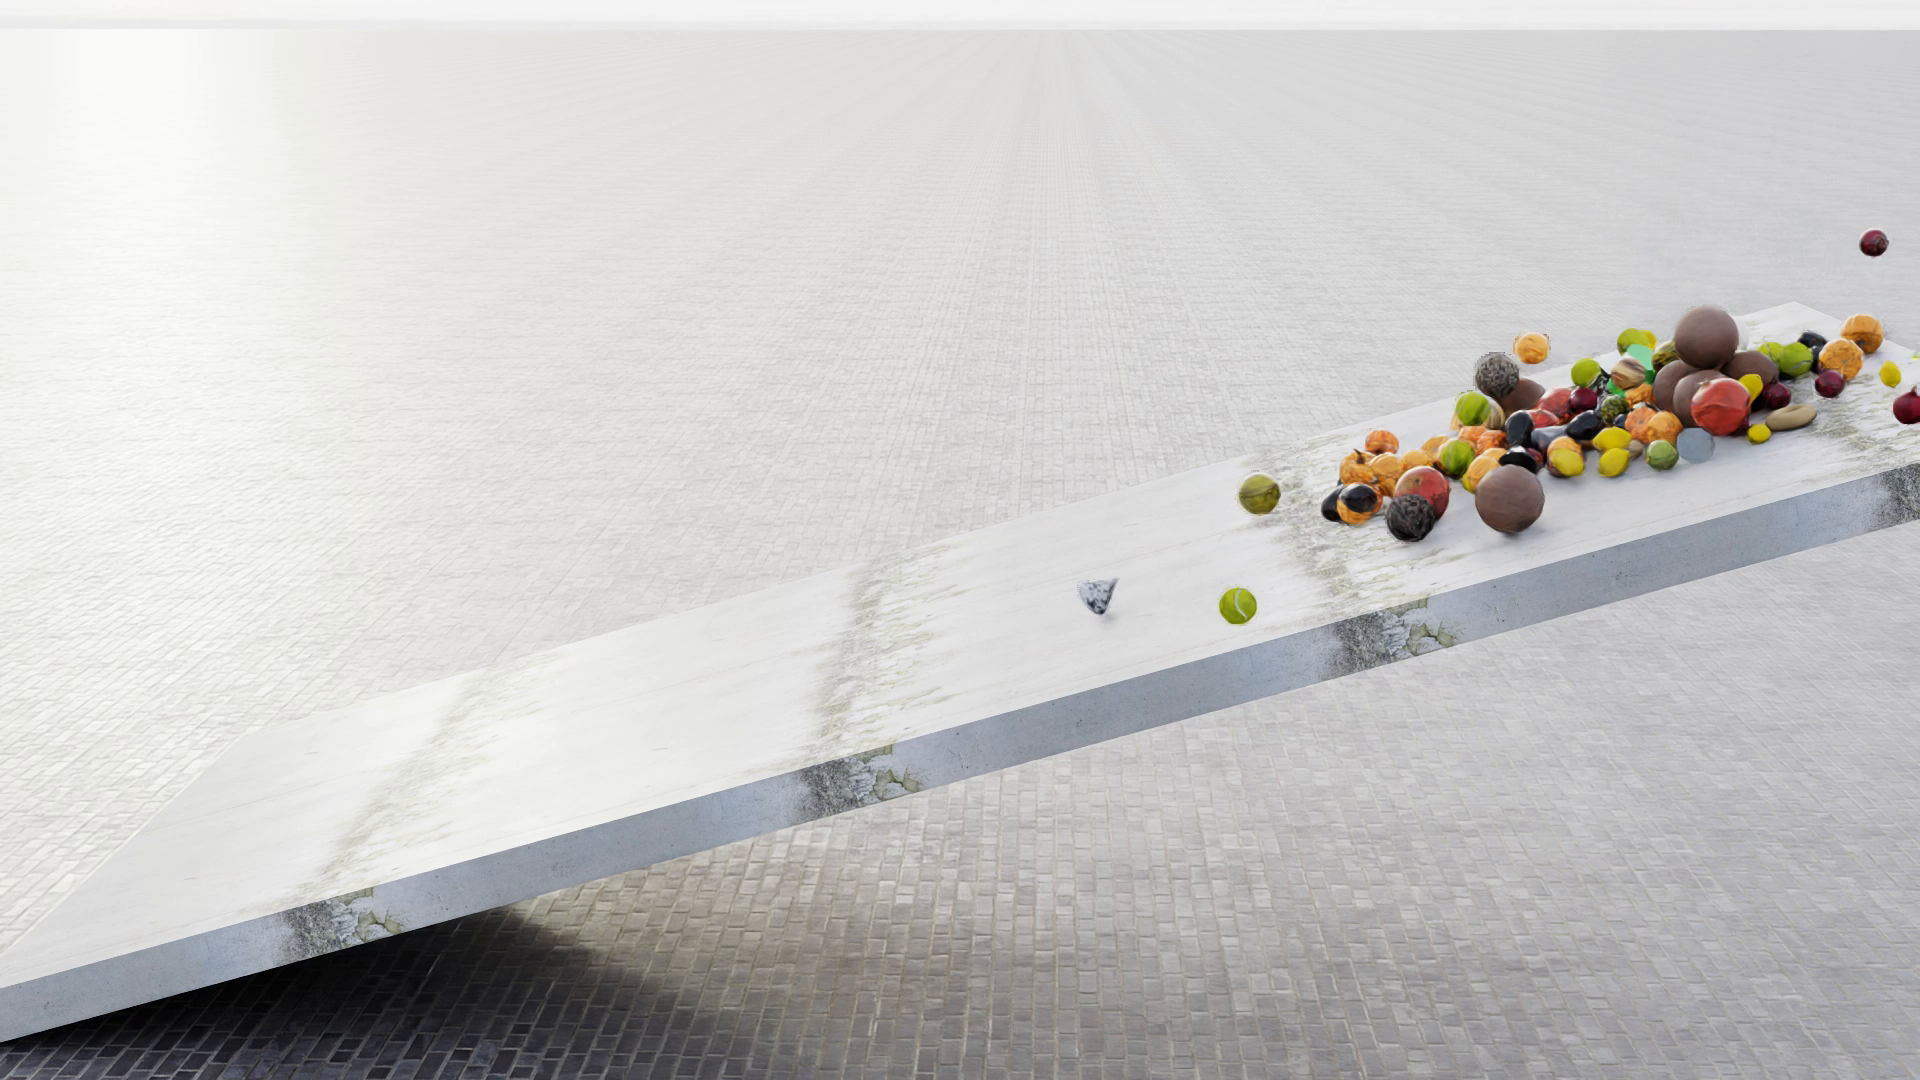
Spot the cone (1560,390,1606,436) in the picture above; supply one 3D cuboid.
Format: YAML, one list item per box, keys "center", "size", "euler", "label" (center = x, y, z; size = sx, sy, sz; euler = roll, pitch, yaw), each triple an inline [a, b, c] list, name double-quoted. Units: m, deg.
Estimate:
- center: [1.335, -0.254, 6.315]
  size: [0.098, 0.098, 0.098]
  euler: [3, 42, 14]
  label: "cone"

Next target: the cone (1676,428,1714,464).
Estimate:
- center: [1.427, -0.172, 5.733]
  size: [0.074, 0.074, 0.074]
  euler: [1, -17, 3]
  label: "cone"

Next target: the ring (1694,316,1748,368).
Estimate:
- center: [1.627, -0.424, 6.296]
  size: [0.129, 0.129, 0.043]
  euler: [11, -21, 46]
  label: "ring"

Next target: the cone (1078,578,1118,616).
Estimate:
- center: [0.291, 0.097, 5.877]
  size: [0.077, 0.077, 0.077]
  euler: [-39, -10, 29]
  label: "cone"

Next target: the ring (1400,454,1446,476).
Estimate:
- center: [1.003, -0.162, 6.374]
  size: [0.101, 0.034, 0.101]
  euler: [-12, 9, 2]
  label: "ring"

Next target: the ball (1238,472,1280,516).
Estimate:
- center: [0.654, -0.101, 6.434]
  size: [0.094, 0.094, 0.094]
  euler: [0, 11, 0]
  label: "ball"

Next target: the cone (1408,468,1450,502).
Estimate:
- center: [0.969, -0.104, 6.005]
  size: [0.080, 0.080, 0.080]
  euler: [5, 11, 39]
  label: "cone"

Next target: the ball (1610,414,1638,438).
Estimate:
- center: [1.376, -0.234, 6.092]
  size: [0.054, 0.054, 0.054]
  euler: [0, 11, 0]
  label: "ball"

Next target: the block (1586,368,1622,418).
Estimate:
- center: [1.401, -0.318, 6.399]
  size: [0.071, 0.071, 0.071]
  euler: [37, 20, 3]
  label: "block"

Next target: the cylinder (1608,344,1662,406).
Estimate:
- center: [1.455, -0.353, 6.315]
  size: [0.095, 0.095, 0.095]
  euler: [16, 36, -12]
  label: "cylinder"

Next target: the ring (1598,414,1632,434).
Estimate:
- center: [1.389, -0.246, 6.226]
  size: [0.080, 0.027, 0.080]
  euler: [-20, 13, 5]
  label: "ring"

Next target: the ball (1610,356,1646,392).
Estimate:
- center: [1.388, -0.345, 6.109]
  size: [0.072, 0.072, 0.072]
  euler: [0, 11, 0]
  label: "ball"

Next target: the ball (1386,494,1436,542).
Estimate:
- center: [0.877, -0.042, 5.730]
  size: [0.095, 0.095, 0.095]
  euler: [0, 11, 0]
  label: "ball"

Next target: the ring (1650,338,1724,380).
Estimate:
- center: [1.523, -0.381, 6.162]
  size: [0.148, 0.049, 0.148]
  euler: [-1, -21, 0]
  label: "ring"

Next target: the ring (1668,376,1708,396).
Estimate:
- center: [1.589, -0.339, 6.417]
  size: [0.087, 0.029, 0.087]
  euler: [-19, 12, 4]
  label: "ring"

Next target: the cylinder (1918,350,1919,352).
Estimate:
- center: [1.946, -0.384, 5.772]
  size: [0.090, 0.090, 0.090]
  euler: [32, 17, 8]
  label: "cylinder"

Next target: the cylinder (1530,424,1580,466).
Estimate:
- center: [1.223, -0.197, 6.051]
  size: [0.076, 0.076, 0.076]
  euler: [14, 16, 33]
  label: "cylinder"

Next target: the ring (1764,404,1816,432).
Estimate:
- center: [1.631, -0.240, 5.777]
  size: [0.102, 0.034, 0.102]
  euler: [-17, 8, 3]
  label: "ring"

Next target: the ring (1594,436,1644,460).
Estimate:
- center: [1.319, -0.186, 5.890]
  size: [0.099, 0.033, 0.099]
  euler: [7, 14, -2]
  label: "ring"

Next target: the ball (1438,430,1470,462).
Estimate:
- center: [1.071, -0.203, 6.374]
  size: [0.070, 0.070, 0.070]
  euler: [0, 11, 0]
  label: "ball"

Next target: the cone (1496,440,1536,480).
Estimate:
- center: [1.134, -0.178, 5.988]
  size: [0.080, 0.080, 0.080]
  euler: [2, 46, 11]
  label: "cone"

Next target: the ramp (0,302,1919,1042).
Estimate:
- center: [0.088, 0.188, 6.322]
  size: [4.000, 0.100, 2.000]
  euler: [-16, 10, 5]
  label: "ramp"

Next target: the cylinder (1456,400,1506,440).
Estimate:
- center: [1.124, -0.259, 6.345]
  size: [0.079, 0.079, 0.079]
  euler: [7, 13, 34]
  label: "cylinder"

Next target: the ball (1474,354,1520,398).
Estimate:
- center: [1.159, -0.354, 6.350]
  size: [0.095, 0.095, 0.095]
  euler: [0, 11, 0]
  label: "ball"
